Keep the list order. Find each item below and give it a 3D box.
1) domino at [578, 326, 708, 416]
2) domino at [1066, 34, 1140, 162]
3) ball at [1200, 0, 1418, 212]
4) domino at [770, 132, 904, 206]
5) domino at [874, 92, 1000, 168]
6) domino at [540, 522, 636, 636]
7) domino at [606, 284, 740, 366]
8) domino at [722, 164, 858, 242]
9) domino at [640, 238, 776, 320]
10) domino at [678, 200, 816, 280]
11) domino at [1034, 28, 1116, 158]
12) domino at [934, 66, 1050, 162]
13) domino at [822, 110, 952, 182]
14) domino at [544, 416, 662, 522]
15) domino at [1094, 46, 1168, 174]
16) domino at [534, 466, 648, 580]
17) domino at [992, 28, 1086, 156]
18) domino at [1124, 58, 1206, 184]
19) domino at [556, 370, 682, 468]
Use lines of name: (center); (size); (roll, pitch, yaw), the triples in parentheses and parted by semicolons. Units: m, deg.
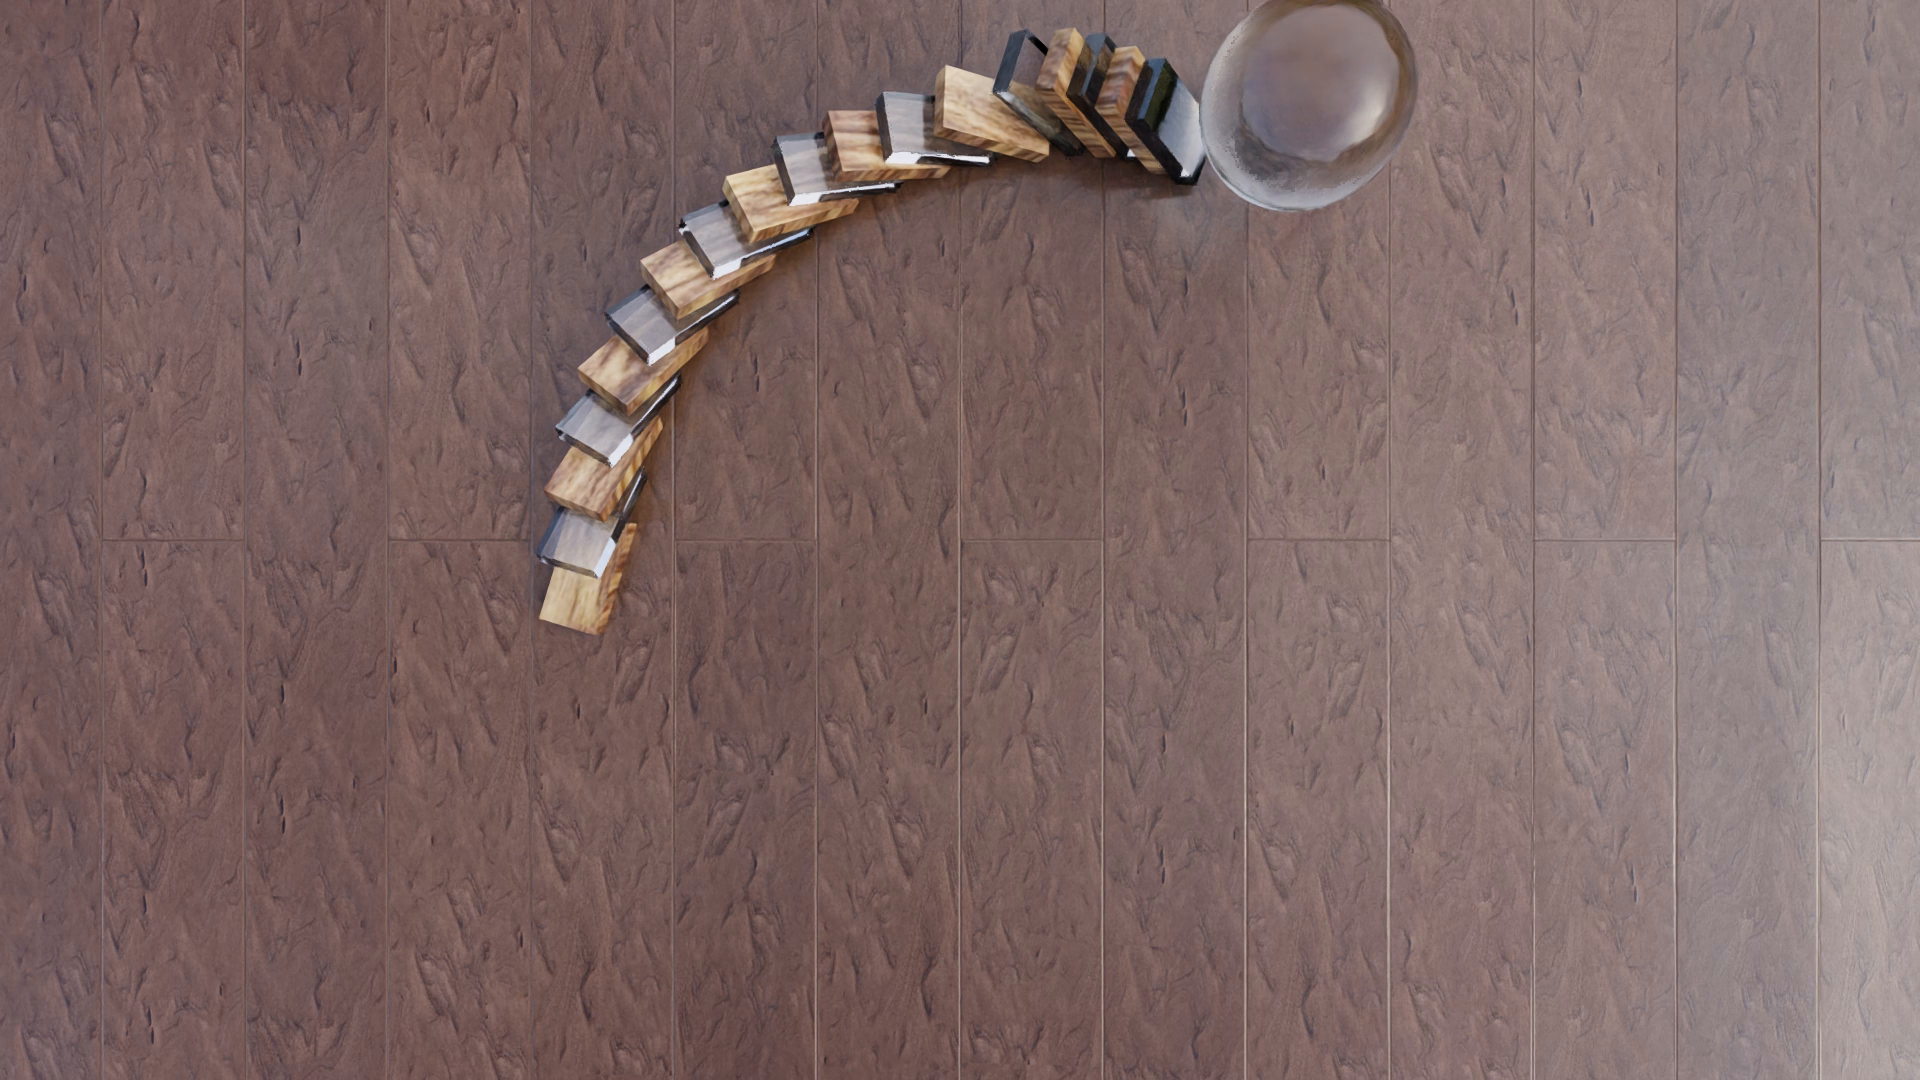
domino: (-0.132, -0.078, 0.385); (0.025, 0.009, 0.050); (37, 64, 0)
domino: (0.064, -0.181, 0.378); (0.010, 0.050, 0.025); (20, 90, 40)
ball: (0.135, -0.171, 0.360); (0.080, 0.080, 0.080); (0, 90, 0)
domino: (-0.051, -0.157, 0.385); (0.050, 0.010, 0.025); (-18, 90, -27)
domino: (-0.009, -0.172, 0.385); (0.050, 0.010, 0.025); (-9, 90, -27)
domino: (-0.160, 0.013, 0.395); (0.025, 0.010, 0.050); (17, 90, 0)
domino: (-0.120, -0.098, 0.385); (0.025, 0.009, 0.050); (45, 64, 0)
domino: (-0.071, -0.145, 0.385); (0.050, 0.009, 0.025); (-27, 90, -27)
domino: (-0.105, -0.116, 0.385); (0.050, 0.009, 0.025); (-39, 90, -26)
domino: (-0.089, -0.131, 0.385); (0.050, 0.010, 0.025); (-33, 90, -26)
domino: (0.052, -0.183, 0.378); (0.010, 0.050, 0.025); (20, 90, 40)
domino: (0.014, -0.178, 0.385); (0.050, 0.010, 0.025); (3, 90, -26)
domino: (-0.031, -0.166, 0.385); (0.050, 0.010, 0.025); (-14, 90, -27)
domino: (-0.149, -0.035, 0.385); (0.025, 0.009, 0.050); (23, 65, 0)
domino: (0.076, -0.176, 0.378); (0.010, 0.050, 0.025); (20, 90, 40)
domino: (-0.154, -0.011, 0.385); (0.025, 0.009, 0.050); (17, 65, 0)
domino: (0.037, -0.184, 0.379); (0.050, 0.010, 0.025); (18, 90, -44)
domino: (0.087, -0.171, 0.378); (0.010, 0.050, 0.025); (20, 90, 40)
domino: (-0.142, -0.057, 0.385); (0.025, 0.010, 0.050); (30, 64, 0)
